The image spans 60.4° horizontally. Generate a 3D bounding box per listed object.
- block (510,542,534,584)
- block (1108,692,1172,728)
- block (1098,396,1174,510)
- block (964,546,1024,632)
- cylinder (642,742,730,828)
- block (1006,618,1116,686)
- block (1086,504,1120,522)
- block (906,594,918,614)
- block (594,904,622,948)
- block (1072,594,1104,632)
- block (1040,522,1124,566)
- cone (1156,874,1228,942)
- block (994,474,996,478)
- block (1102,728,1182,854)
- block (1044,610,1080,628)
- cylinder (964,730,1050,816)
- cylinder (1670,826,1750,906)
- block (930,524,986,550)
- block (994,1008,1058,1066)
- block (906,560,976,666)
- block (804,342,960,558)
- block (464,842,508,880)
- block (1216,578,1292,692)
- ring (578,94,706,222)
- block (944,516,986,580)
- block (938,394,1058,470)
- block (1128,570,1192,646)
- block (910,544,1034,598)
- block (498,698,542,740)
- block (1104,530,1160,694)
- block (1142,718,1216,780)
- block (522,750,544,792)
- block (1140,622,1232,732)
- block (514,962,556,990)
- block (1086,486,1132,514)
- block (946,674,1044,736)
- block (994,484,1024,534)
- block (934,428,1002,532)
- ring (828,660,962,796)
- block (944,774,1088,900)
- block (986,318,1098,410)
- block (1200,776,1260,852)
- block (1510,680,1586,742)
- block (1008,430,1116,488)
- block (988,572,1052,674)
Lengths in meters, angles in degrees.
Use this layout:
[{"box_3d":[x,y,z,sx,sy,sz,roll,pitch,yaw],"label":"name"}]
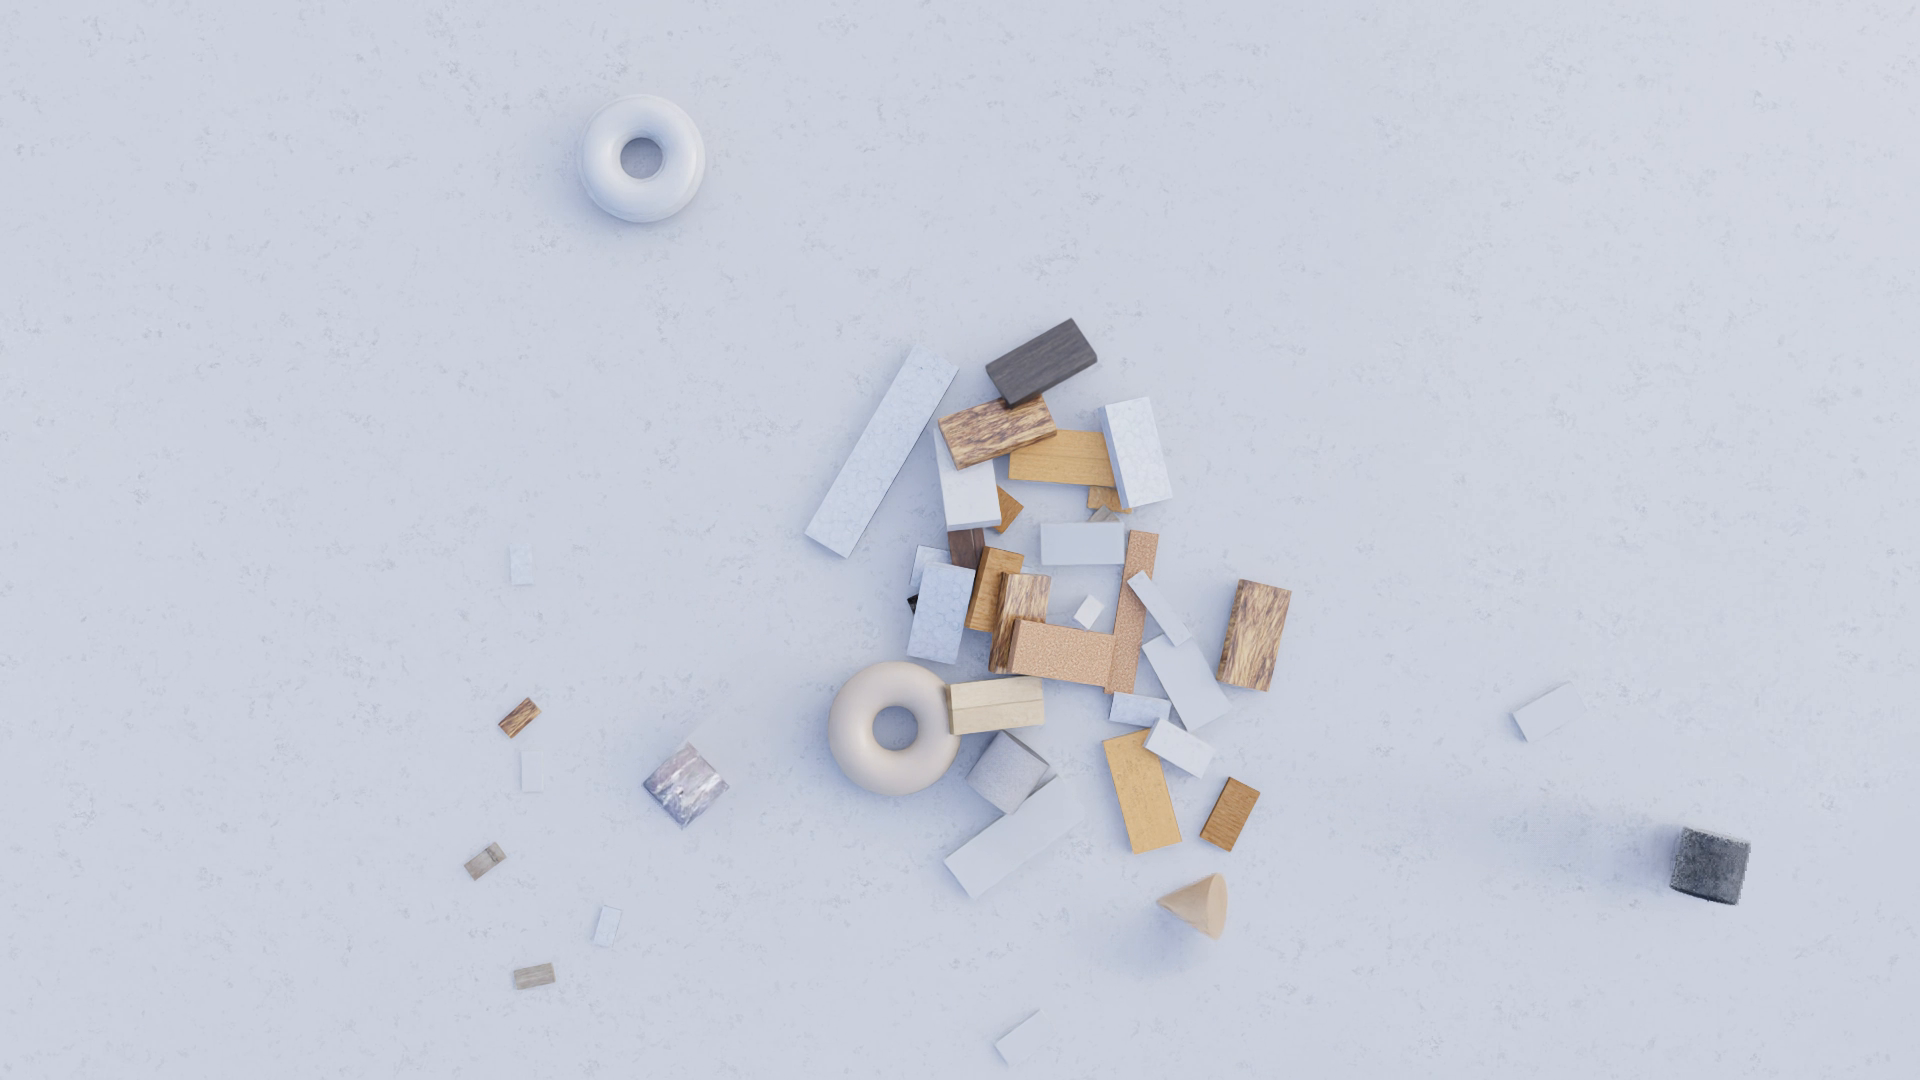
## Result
[{"box_3d":[-1.458,0.078,5.490,0.070,0.020,0.140,-3,90,0],"label":"block"},{"box_3d":[0.596,0.566,5.471,0.191,0.027,0.095,9,109,0],"label":"block"},{"box_3d":[0.579,-0.287,5.441,0.172,0.049,0.345,-14,90,-25],"label":"block"},{"box_3d":[0.112,0.166,5.401,0.136,0.039,0.272,13,93,-30],"label":"block"},{"box_3d":[-0.897,0.802,5.399,0.202,0.202,0.202,-42,90,0],"label":"cylinder"},{"box_3d":[0.333,0.371,5.417,0.345,0.049,0.172,10,90,-20],"label":"block"},{"box_3d":[0.451,-0.042,5.477,0.149,0.021,0.074,-44,91,9],"label":"block"},{"box_3d":[-0.120,0.243,5.491,0.067,0.019,0.133,-24,90,0],"label":"block"},{"box_3d":[-1.172,1.287,5.491,0.064,0.018,0.128,15,90,0],"label":"block"},{"box_3d":[0.423,0.241,5.449,0.065,0.018,0.130,40,47,0],"label":"block"},{"box_3d":[0.406,0.011,5.458,0.272,0.039,0.136,-1,97,6],"label":"block"},{"box_3d":[0.746,1.206,5.451,0.217,0.217,0.217,-1,90,27],"label":"cone"},{"box_3d":[0.048,-0.181,5.457,0.140,0.020,0.070,-2,90,0],"label":"block"},{"box_3d":[0.604,0.833,5.477,0.165,0.047,0.387,-16,90,0],"label":"block"},{"box_3d":[0.333,0.276,5.491,0.130,0.018,0.065,-9,90,0],"label":"block"},{"box_3d":[0.155,0.760,5.400,0.201,0.201,0.201,37,90,0],"label":"cylinder"},{"box_3d":[2.453,1.064,5.398,0.205,0.205,0.205,13,90,0],"label":"cylinder"},{"box_3d":[-0.025,0.011,5.484,0.116,0.033,0.232,37,90,0],"label":"block"},{"box_3d":[0.219,1.655,5.486,0.191,0.027,0.095,-37,90,0],"label":"block"},{"box_3d":[-0.063,0.239,5.416,0.165,0.047,0.330,12,112,0],"label":"block"},{"box_3d":[-0.258,-0.296,5.477,0.166,0.047,0.733,30,90,0],"label":"block"},{"box_3d":[-1.581,1.070,5.491,0.128,0.018,0.064,-36,90,0],"label":"block"},{"box_3d":[0.972,0.316,5.453,0.172,0.049,0.345,13,90,-15],"label":"block"},{"box_3d":[-1.049,-1.257,5.431,0.421,0.140,0.421,0,90,-1],"label":"ring"},{"box_3d":[0.024,0.019,5.410,0.116,0.033,0.232,-9,95,-5],"label":"block"},{"box_3d":[0.123,-0.369,5.419,0.352,0.050,0.176,-20,69,-9],"label":"block"},{"box_3d":[0.659,0.226,5.452,0.065,0.018,0.270,-36,85,-1],"label":"block"},{"box_3d":[0.038,0.120,5.455,0.391,0.039,0.136,12,93,-7],"label":"block"},{"box_3d":[-1.465,0.592,5.491,0.133,0.019,0.067,-42,90,0],"label":"block"},{"box_3d":[0.569,0.245,5.486,0.095,0.027,0.551,9,90,0],"label":"block"},{"box_3d":[0.725,0.688,5.455,0.222,0.031,0.111,30,81,-11],"label":"block"},{"box_3d":[-1.423,0.768,5.491,0.067,0.019,0.133,-1,90,0],"label":"block"},{"box_3d":[0.750,0.455,5.477,0.163,0.046,0.327,-29,90,0],"label":"block"},{"box_3d":[-1.415,1.453,5.491,0.128,0.018,0.064,-12,90,0],"label":"block"},{"box_3d":[0.501,-0.134,5.489,0.149,0.021,0.074,9,90,0],"label":"block"},{"box_3d":[0.116,0.539,5.415,0.327,0.046,0.163,-4,90,-23],"label":"block"},{"box_3d":[0.087,-0.138,5.484,0.232,0.033,0.116,39,90,0],"label":"block"},{"box_3d":[0.023,-0.209,5.405,0.176,0.050,0.352,-7,68,-4],"label":"block"},{"box_3d":[-0.214,0.620,5.428,0.446,0.149,0.446,0,90,-1],"label":"ring"},{"box_3d":[0.184,0.985,5.477,0.473,0.046,0.163,-36,90,0],"label":"block"},{"box_3d":[0.268,-0.581,5.436,0.331,0.047,0.166,-30,70,-5],"label":"block"},{"box_3d":[0.897,0.912,5.484,0.111,0.031,0.222,27,90,0],"label":"block"},{"box_3d":[1.957,0.571,5.484,0.222,0.031,0.111,-29,90,0],"label":"block"},{"box_3d":[0.343,-0.277,5.475,0.352,0.050,0.176,4,90,0],"label":"block"},{"box_3d":[0.196,0.275,5.420,0.165,0.047,0.330,4,98,-30],"label":"block"}]
